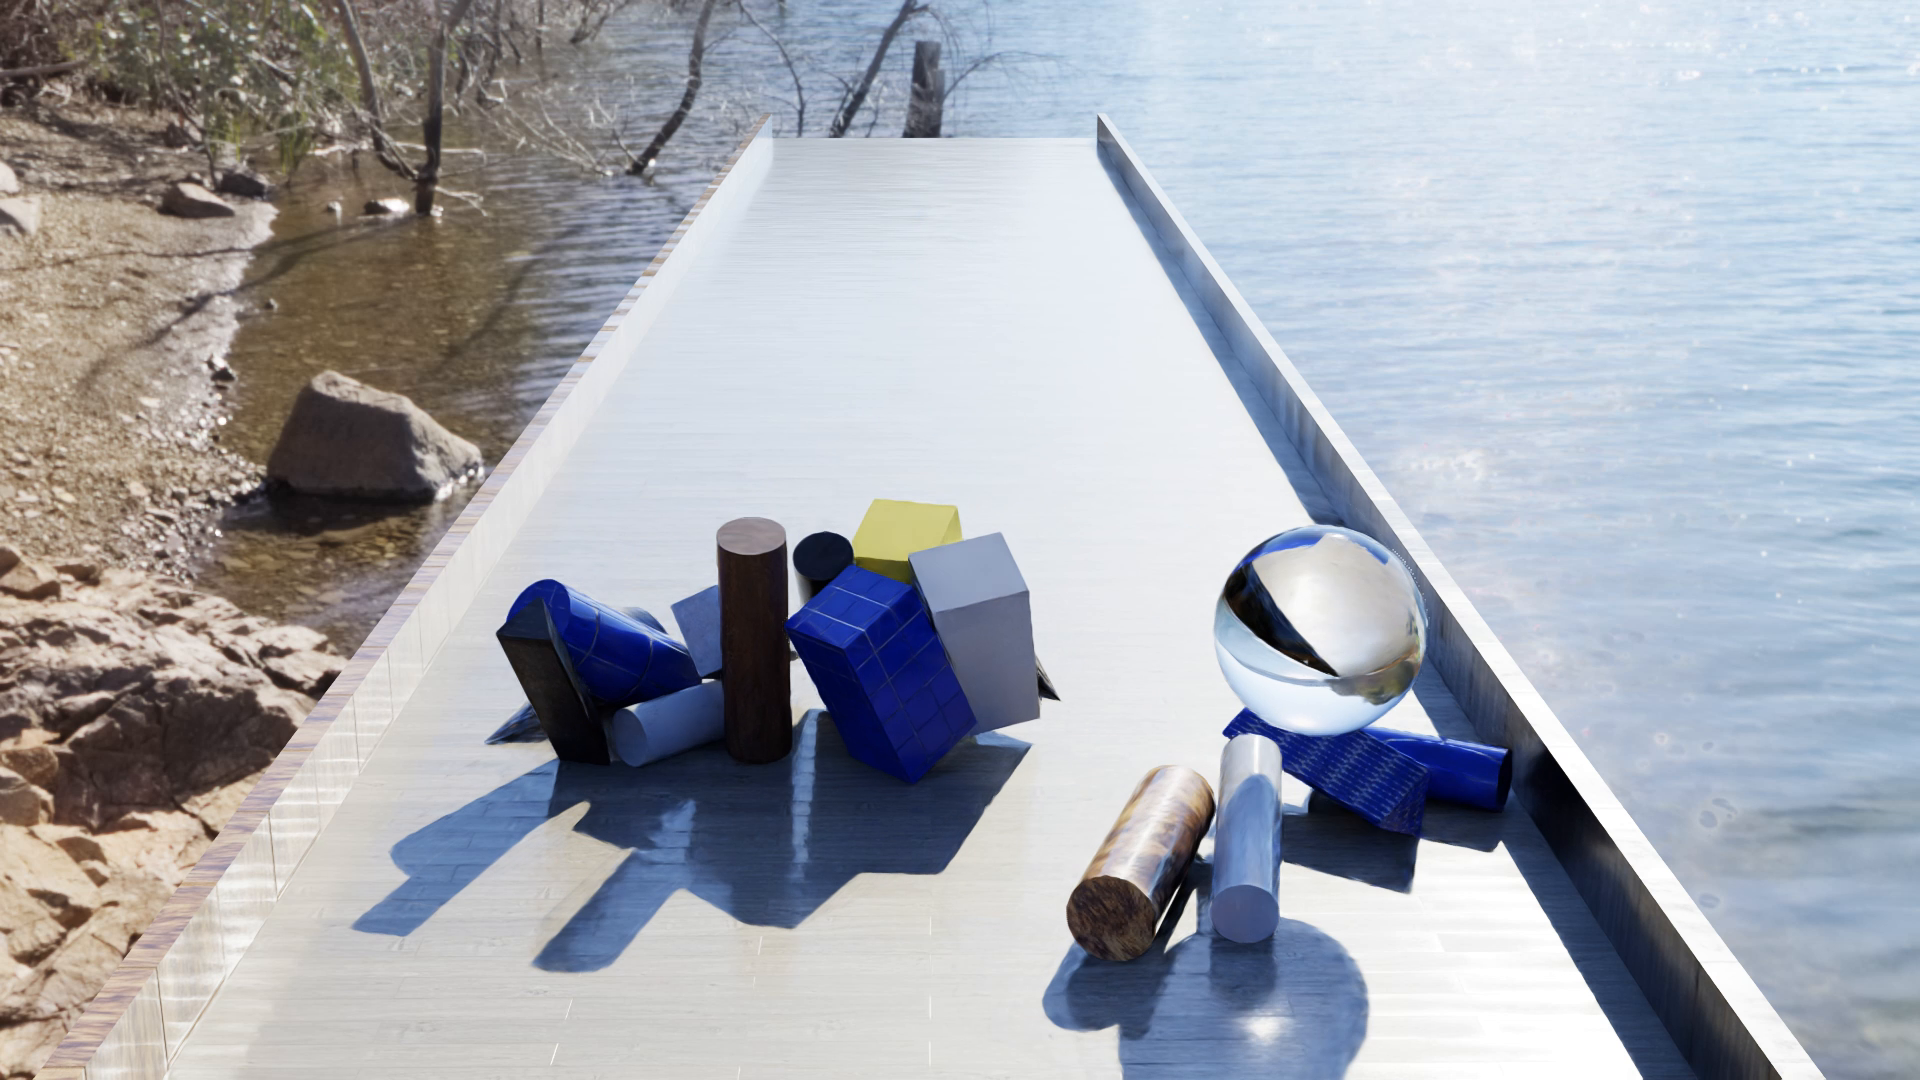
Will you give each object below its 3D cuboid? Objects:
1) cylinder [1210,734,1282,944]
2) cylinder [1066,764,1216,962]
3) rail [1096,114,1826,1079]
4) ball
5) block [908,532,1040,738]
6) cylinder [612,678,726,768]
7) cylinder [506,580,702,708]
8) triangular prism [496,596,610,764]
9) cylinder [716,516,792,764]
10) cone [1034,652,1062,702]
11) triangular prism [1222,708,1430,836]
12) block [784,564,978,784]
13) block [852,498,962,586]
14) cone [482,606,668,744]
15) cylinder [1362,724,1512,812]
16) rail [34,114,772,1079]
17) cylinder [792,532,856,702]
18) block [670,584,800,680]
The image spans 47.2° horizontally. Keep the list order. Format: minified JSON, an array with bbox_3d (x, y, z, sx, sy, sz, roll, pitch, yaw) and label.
[{"bbox_3d":[0.448,0.455,3.412,0.103,0.103,0.443,2,25,8],"label":"cylinder"},{"bbox_3d":[0.283,0.485,3.361,0.134,0.134,0.437,5,17,17],"label":"cylinder"},{"bbox_3d":[0.932,-0.844,7.801,0.050,0.150,12.000,0,17,-1],"label":"rail"},{"bbox_3d":[0.566,0.143,3.463,0.334,0.334,0.334,0,17,0],"label":"ball"},{"bbox_3d":[0.027,0.175,3.979,0.175,0.308,0.175,-14,39,-9],"label":"block"},{"bbox_3d":[-0.474,0.318,3.971,0.303,0.107,0.107,-16,23,-42],"label":"cylinder"},{"bbox_3d":[-0.638,0.205,3.962,0.156,0.156,0.358,14,-12,39],"label":"cylinder"},{"bbox_3d":[-0.684,0.243,3.789,0.099,0.364,0.086,5,51,16],"label":"triangular prism"},{"bbox_3d":[-0.356,0.179,3.820,0.119,0.443,0.119,1,33,-1],"label":"cylinder"},{"bbox_3d":[0.132,0.245,4.312,0.103,0.103,0.303,-7,28,-24],"label":"cone"},{"bbox_3d":[0.622,0.354,3.661,0.130,0.113,0.346,19,8,-47],"label":"triangular prism"},{"bbox_3d":[-0.135,0.233,3.813,0.168,0.318,0.168,-42,37,-25],"label":"block"},{"bbox_3d":[-0.084,0.115,4.160,0.165,0.350,0.165,5,42,18],"label":"block"},{"bbox_3d":[-0.735,0.286,4.114,0.169,0.169,0.407,14,33,38],"label":"cone"},{"bbox_3d":[0.770,0.382,3.756,0.321,0.107,0.107,8,19,26],"label":"cylinder"},{"bbox_3d":[-1.118,-0.838,7.780,0.050,0.150,12.000,0,17,-1],"label":"rail"},{"bbox_3d":[-0.229,0.153,4.022,0.108,0.406,0.108,-2,52,3],"label":"cylinder"},{"bbox_3d":[-0.408,0.170,4.102,0.141,0.141,0.376,-24,-7,3],"label":"block"}]
